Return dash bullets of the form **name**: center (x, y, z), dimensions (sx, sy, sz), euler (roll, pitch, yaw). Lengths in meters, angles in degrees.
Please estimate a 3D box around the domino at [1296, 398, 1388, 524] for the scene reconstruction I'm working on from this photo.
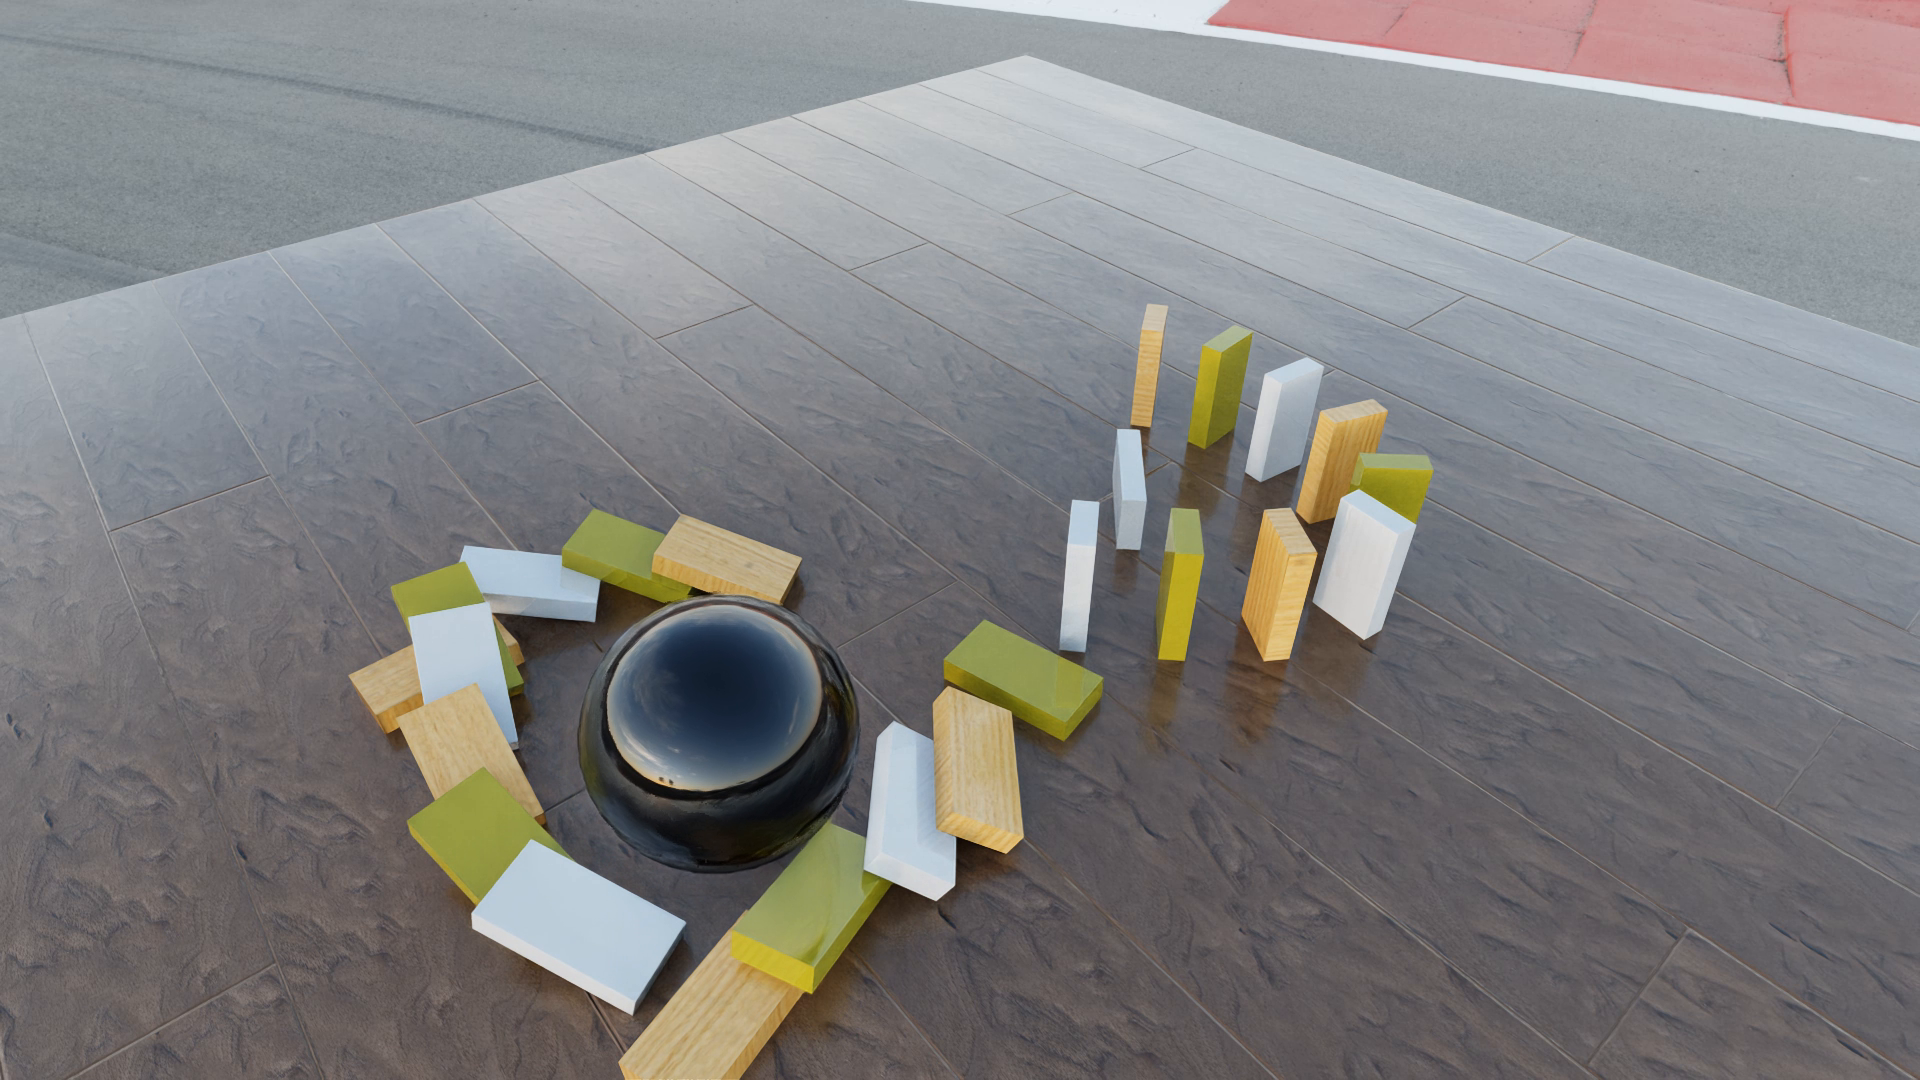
- **domino**: center (0.156, -0.032, 0.450), dimensions (0.025, 0.050, 0.010), euler (-14, 41, -16)

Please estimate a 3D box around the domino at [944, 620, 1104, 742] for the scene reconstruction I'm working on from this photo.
- **domino**: center (0.022, 0.048, 0.385), dimensions (0.050, 0.010, 0.025), euler (24, 45, 27)

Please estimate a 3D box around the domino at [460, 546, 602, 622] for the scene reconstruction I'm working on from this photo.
- **domino**: center (-0.162, 0.016, 0.413), dimensions (0.050, 0.009, 0.025), euler (7, 37, -16)

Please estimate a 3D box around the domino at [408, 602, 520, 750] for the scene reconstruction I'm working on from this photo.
- **domino**: center (-0.165, 0.047, 0.365), dimensions (0.025, 0.010, 0.050), euler (-12, 70, -24)

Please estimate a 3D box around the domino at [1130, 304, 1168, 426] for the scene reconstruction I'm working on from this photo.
- **domino**: center (0.088, -0.081, 0.510), dimensions (0.009, 0.050, 0.025), euler (9, 40, 10)

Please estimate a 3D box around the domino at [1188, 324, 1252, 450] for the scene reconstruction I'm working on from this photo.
- **domino**: center (0.117, -0.069, 0.495), dimensions (0.010, 0.050, 0.025), euler (31, 49, 32)

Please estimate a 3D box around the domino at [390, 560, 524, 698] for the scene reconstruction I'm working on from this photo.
- **domino**: center (-0.174, 0.034, 0.380), dimensions (0.025, 0.009, 0.050), euler (-23, 75, -30)

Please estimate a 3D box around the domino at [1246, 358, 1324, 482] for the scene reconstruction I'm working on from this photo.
- **domino**: center (0.140, -0.051, 0.474), dimensions (0.025, 0.050, 0.009), euler (-23, 44, -25)

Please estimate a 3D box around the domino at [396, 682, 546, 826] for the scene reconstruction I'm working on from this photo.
- **domino**: center (-0.152, 0.072, 0.342), dimensions (0.025, 0.009, 0.050), euler (-26, 67, -28)

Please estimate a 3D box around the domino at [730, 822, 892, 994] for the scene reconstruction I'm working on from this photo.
- **domino**: center (-0.039, 0.102, 0.309), dimensions (0.025, 0.010, 0.050), euler (17, 27, 18)

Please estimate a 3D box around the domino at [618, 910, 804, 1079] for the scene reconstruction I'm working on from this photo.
- **domino**: center (-0.062, 0.125, 0.291), dimensions (0.025, 0.010, 0.050), euler (21, 44, 23)

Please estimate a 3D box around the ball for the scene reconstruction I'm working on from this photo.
- **ball**: center (-0.069, 0.056, 0.320), dimensions (0.080, 0.080, 0.080), euler (0, 39, 0)

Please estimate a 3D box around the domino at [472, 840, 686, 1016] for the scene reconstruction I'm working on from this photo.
- **domino**: center (-0.104, 0.106, 0.303), dimensions (0.050, 0.010, 0.025), euler (26, 43, 4)

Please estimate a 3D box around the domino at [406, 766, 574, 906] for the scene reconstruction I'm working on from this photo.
- **domino**: center (-0.133, 0.092, 0.319), dimensions (0.050, 0.009, 0.025), euler (39, 51, 15)

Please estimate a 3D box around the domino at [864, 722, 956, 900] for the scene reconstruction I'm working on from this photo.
- **domino**: center (-0.014, 0.081, 0.333), dimensions (0.025, 0.009, 0.050), euler (30, 32, -20)

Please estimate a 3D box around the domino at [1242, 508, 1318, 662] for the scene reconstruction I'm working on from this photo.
- **domino**: center (0.113, 0.016, 0.392), dimensions (0.009, 0.050, 0.025), euler (-5, 40, -6)

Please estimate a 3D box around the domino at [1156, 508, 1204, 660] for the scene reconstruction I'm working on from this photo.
- **domino**: center (0.078, 0.016, 0.392), dimensions (0.009, 0.050, 0.025), euler (3, 39, 4)

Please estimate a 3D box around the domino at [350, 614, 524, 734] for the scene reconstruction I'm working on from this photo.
- **domino**: center (-0.184, 0.045, 0.388), dimensions (0.050, 0.009, 0.025), euler (-31, 48, -32)

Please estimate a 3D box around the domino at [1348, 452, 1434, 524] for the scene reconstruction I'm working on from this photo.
- **domino**: center (0.162, -0.010, 0.423), dimensions (0.025, 0.050, 0.010), euler (2, 39, 3)

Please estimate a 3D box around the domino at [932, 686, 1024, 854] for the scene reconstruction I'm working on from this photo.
- **domino**: center (0.005, 0.072, 0.347), dimensions (0.025, 0.010, 0.050), euler (25, 34, -21)

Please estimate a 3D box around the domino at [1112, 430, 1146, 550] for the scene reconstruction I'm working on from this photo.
- **domino**: center (0.070, -0.022, 0.458), dimensions (0.010, 0.025, 0.050), euler (3, 39, 3)

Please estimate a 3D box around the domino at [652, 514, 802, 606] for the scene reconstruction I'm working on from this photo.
- **domino**: center (-0.089, 0.009, 0.421), dimensions (0.050, 0.010, 0.025), euler (20, 41, 0)

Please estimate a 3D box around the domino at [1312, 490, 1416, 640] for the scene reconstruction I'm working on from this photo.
- **domino**: center (0.146, 0.009, 0.400), dimensions (0.009, 0.050, 0.025), euler (-23, 45, -26)

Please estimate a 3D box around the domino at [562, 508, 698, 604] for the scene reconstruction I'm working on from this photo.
- **domino**: center (-0.124, 0.007, 0.424), dimensions (0.050, 0.009, 0.025), euler (20, 41, 0)

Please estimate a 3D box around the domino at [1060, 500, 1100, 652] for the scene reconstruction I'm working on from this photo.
- **domino**: center (0.043, 0.013, 0.395), dimensions (0.009, 0.050, 0.025), euler (5, 40, 6)
